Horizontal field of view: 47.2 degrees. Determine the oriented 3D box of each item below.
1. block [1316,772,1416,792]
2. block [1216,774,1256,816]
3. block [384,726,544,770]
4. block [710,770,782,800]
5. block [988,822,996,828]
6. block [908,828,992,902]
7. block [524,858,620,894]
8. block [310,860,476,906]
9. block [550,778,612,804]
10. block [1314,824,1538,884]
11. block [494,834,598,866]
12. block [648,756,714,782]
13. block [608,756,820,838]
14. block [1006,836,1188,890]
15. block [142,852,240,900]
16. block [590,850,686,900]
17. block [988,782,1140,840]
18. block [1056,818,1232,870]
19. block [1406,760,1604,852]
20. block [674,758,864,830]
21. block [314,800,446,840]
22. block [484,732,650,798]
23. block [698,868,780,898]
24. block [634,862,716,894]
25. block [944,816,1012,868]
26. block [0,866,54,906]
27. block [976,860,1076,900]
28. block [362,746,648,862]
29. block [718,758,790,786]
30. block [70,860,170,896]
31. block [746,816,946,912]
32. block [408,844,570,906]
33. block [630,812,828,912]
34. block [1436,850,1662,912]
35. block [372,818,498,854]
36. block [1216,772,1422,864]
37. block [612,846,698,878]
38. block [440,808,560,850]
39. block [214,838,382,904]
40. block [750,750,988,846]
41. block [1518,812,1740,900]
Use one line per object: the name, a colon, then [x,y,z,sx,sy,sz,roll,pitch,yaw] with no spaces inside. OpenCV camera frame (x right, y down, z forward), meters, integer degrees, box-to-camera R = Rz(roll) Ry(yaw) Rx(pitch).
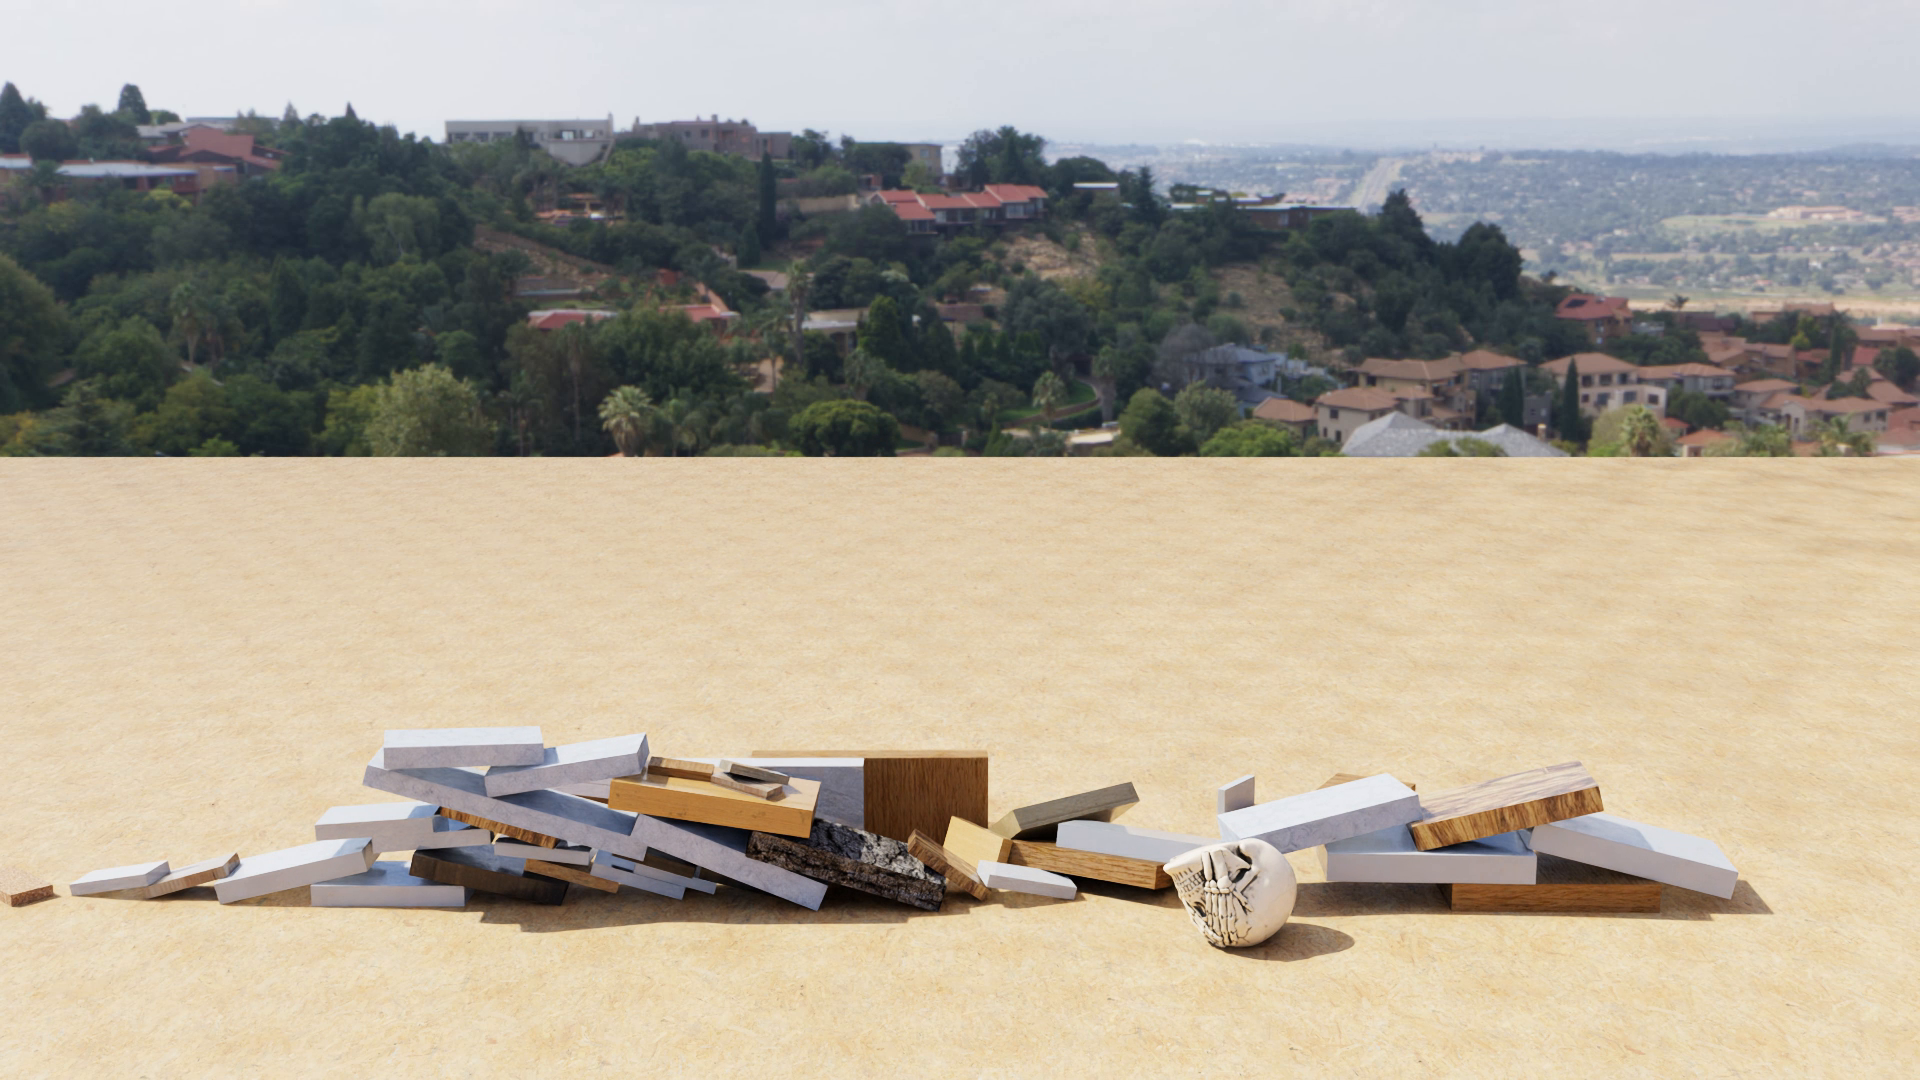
block: [0.719,0.497,4.049,0.152,0.043,0.304,6,12,28]
block: [0.516,0.480,4.108,0.016,0.057,0.113,8,13,36]
block: [-0.810,0.338,3.589,0.250,0.035,0.125,0,8,-14]
block: [-0.349,0.400,3.596,0.105,0.015,0.053,13,11,23]
block: [0.021,0.524,3.980,0.113,0.016,0.057,3,11,15]
block: [-0.017,0.540,3.651,0.152,0.022,0.076,34,7,-7]
block: [-0.644,0.546,3.665,0.157,0.022,0.078,16,9,-8]
block: [-0.938,0.572,3.666,0.251,0.036,0.126,0,11,0]
block: [-0.659,0.480,4.127,0.352,0.050,0.176,4,11,20]
block: [0.770,0.519,3.657,0.338,0.048,0.169,0,11,2]
block: [-0.684,0.507,3.642,0.157,0.022,0.078,6,10,2]
block: [-0.460,0.378,3.627,0.105,0.015,0.053,8,10,-4]
block: [-0.401,0.419,3.619,0.328,0.046,0.164,9,10,-1]
block: [0.232,0.545,3.722,0.273,0.039,0.136,6,-1,28]
block: [-1.282,0.560,3.671,0.142,0.020,0.071,-16,10,3]
block: [-0.534,0.556,3.667,0.157,0.022,0.078,16,9,-6]
block: [0.172,0.494,3.872,0.273,0.039,0.136,-8,-25,-37]
block: [0.314,0.515,3.729,0.273,0.039,0.136,6,-2,20]
block: [0.893,0.439,3.640,0.304,0.043,0.152,-13,9,6]
block: [-0.343,0.472,3.825,0.352,0.176,0.050,0,11,0]
block: [-0.959,0.464,3.645,0.193,0.027,0.097,-4,11,1]
block: [-0.643,0.368,3.608,0.250,0.035,0.125,-9,10,0]
block: [-0.364,0.562,3.674,0.138,0.020,0.069,14,10,-3]
block: [-0.473,0.553,3.668,0.138,0.020,0.069,16,9,-7]
block: [0.027,0.531,3.772,0.022,0.076,0.152,16,-1,-36]
block: [-1.584,0.578,3.677,0.142,0.020,0.071,9,14,41]
block: [0.111,0.565,3.655,0.152,0.022,0.076,11,8,-14]
block: [-0.737,0.431,3.619,0.467,0.035,0.125,16,9,-5]
block: [-0.338,0.382,3.620,0.105,0.015,0.053,17,-4,-26]
block: [-1.404,0.565,3.675,0.142,0.020,0.071,-9,9,12]
block: [-0.188,0.522,3.641,0.328,0.046,0.164,17,9,-6]
block: [-0.776,0.545,3.657,0.251,0.036,0.126,13,10,-5]
block: [-0.378,0.508,3.644,0.328,0.046,0.164,22,9,-7]
block: [0.972,0.567,3.660,0.337,0.048,0.169,0,11,1]
block: [-0.867,0.484,3.651,0.194,0.027,0.097,-4,11,0]
block: [0.596,0.461,3.656,0.304,0.043,0.152,-13,9,-6]
block: [-0.504,0.524,3.655,0.138,0.020,0.069,16,9,-3]
block: [-0.750,0.457,3.635,0.193,0.027,0.097,17,9,0]
block: [-1.099,0.543,3.671,0.251,0.036,0.126,-13,10,2]
block: [-0.158,0.462,3.877,0.415,0.176,0.050,0,11,-1]
block: [1.103,0.508,3.666,0.338,0.048,0.169,14,11,2]
